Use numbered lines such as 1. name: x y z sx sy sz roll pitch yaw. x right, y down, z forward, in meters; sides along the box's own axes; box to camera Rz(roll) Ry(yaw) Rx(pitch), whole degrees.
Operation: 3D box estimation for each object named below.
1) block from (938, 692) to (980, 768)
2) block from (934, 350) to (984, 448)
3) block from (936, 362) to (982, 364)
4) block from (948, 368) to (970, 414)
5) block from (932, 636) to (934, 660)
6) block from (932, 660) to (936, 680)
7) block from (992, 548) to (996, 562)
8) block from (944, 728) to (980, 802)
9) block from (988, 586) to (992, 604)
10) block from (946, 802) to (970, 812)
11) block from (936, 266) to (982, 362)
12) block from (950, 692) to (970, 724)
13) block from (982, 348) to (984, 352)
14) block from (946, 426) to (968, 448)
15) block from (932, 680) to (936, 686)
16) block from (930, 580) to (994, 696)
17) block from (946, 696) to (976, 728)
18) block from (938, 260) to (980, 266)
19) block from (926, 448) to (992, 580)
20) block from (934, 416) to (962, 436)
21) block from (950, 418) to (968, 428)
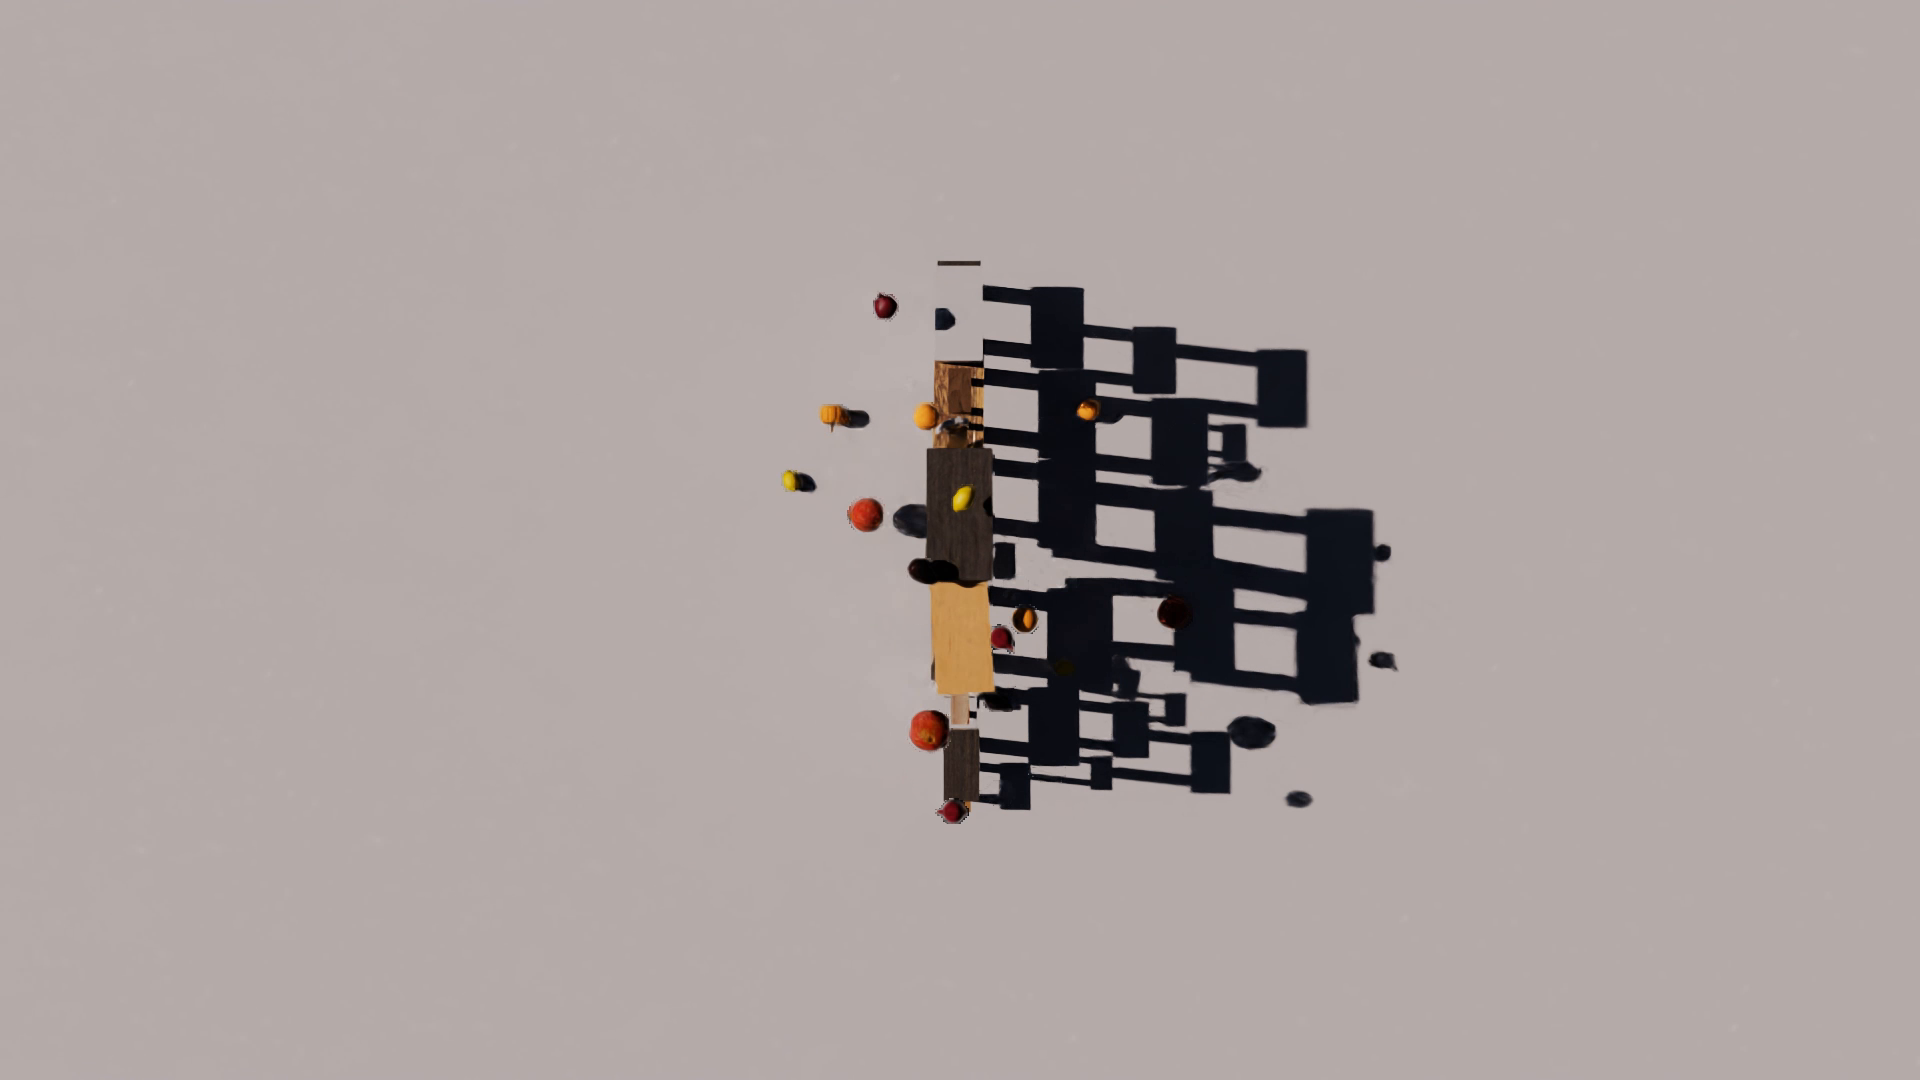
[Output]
1. block: -0.002 0.588 5.221 0.130 0.037 0.260 0 90 0
2. block: -0.003 -0.408 4.852 0.146 0.041 0.292 0 90 0
3. block: -0.002 -0.536 4.701 0.131 0.261 0.037 0 90 0
4. block: -0.001 -0.424 4.693 0.064 0.018 0.129 0 90 0
5. block: -0.002 0.192 4.781 0.158 0.045 0.315 0 90 0
6. block: 0.001 0.359 4.604 0.154 0.308 0.044 0 90 0
7. block: 0.008 0.023 4.583 0.175 0.350 0.050 24 94 0
8. block: 0.004 0.651 4.768 0.103 0.029 0.206 0 90 0
9. block: 0.006 0.151 4.605 0.154 0.308 0.044 2 89 0
10. block: -0.004 0.801 5.333 0.078 0.022 0.156 0 90 0
11. block: -0.003 -0.623 4.552 0.131 0.037 0.261 0 90 0
12. block: 0.000 0.488 4.868 0.056 0.016 0.113 0 90 0
13. block: 0.001 -0.457 5.186 0.147 0.042 0.293 0 90 0
14. block: -0.010 -0.285 4.775 0.056 0.112 0.016 -11 58 -10
15. block: -0.005 0.286 5.142 0.167 0.047 0.334 0 90 0
16. block: 0.005 0.256 4.428 0.154 0.044 0.308 -4 90 0
17. block: 0.004 0.570 5.002 0.094 0.027 0.188 0 90 0
18. block: -0.003 -0.744 5.211 0.135 0.038 0.270 0 90 0
19. block: -0.002 -0.067 4.383 0.175 0.050 0.350 0 90 0
20. block: -0.033 -0.323 4.662 0.056 0.112 0.016 -19 86 -14
21. block: -0.003 -0.338 4.770 0.056 0.122 0.016 1 87 0
